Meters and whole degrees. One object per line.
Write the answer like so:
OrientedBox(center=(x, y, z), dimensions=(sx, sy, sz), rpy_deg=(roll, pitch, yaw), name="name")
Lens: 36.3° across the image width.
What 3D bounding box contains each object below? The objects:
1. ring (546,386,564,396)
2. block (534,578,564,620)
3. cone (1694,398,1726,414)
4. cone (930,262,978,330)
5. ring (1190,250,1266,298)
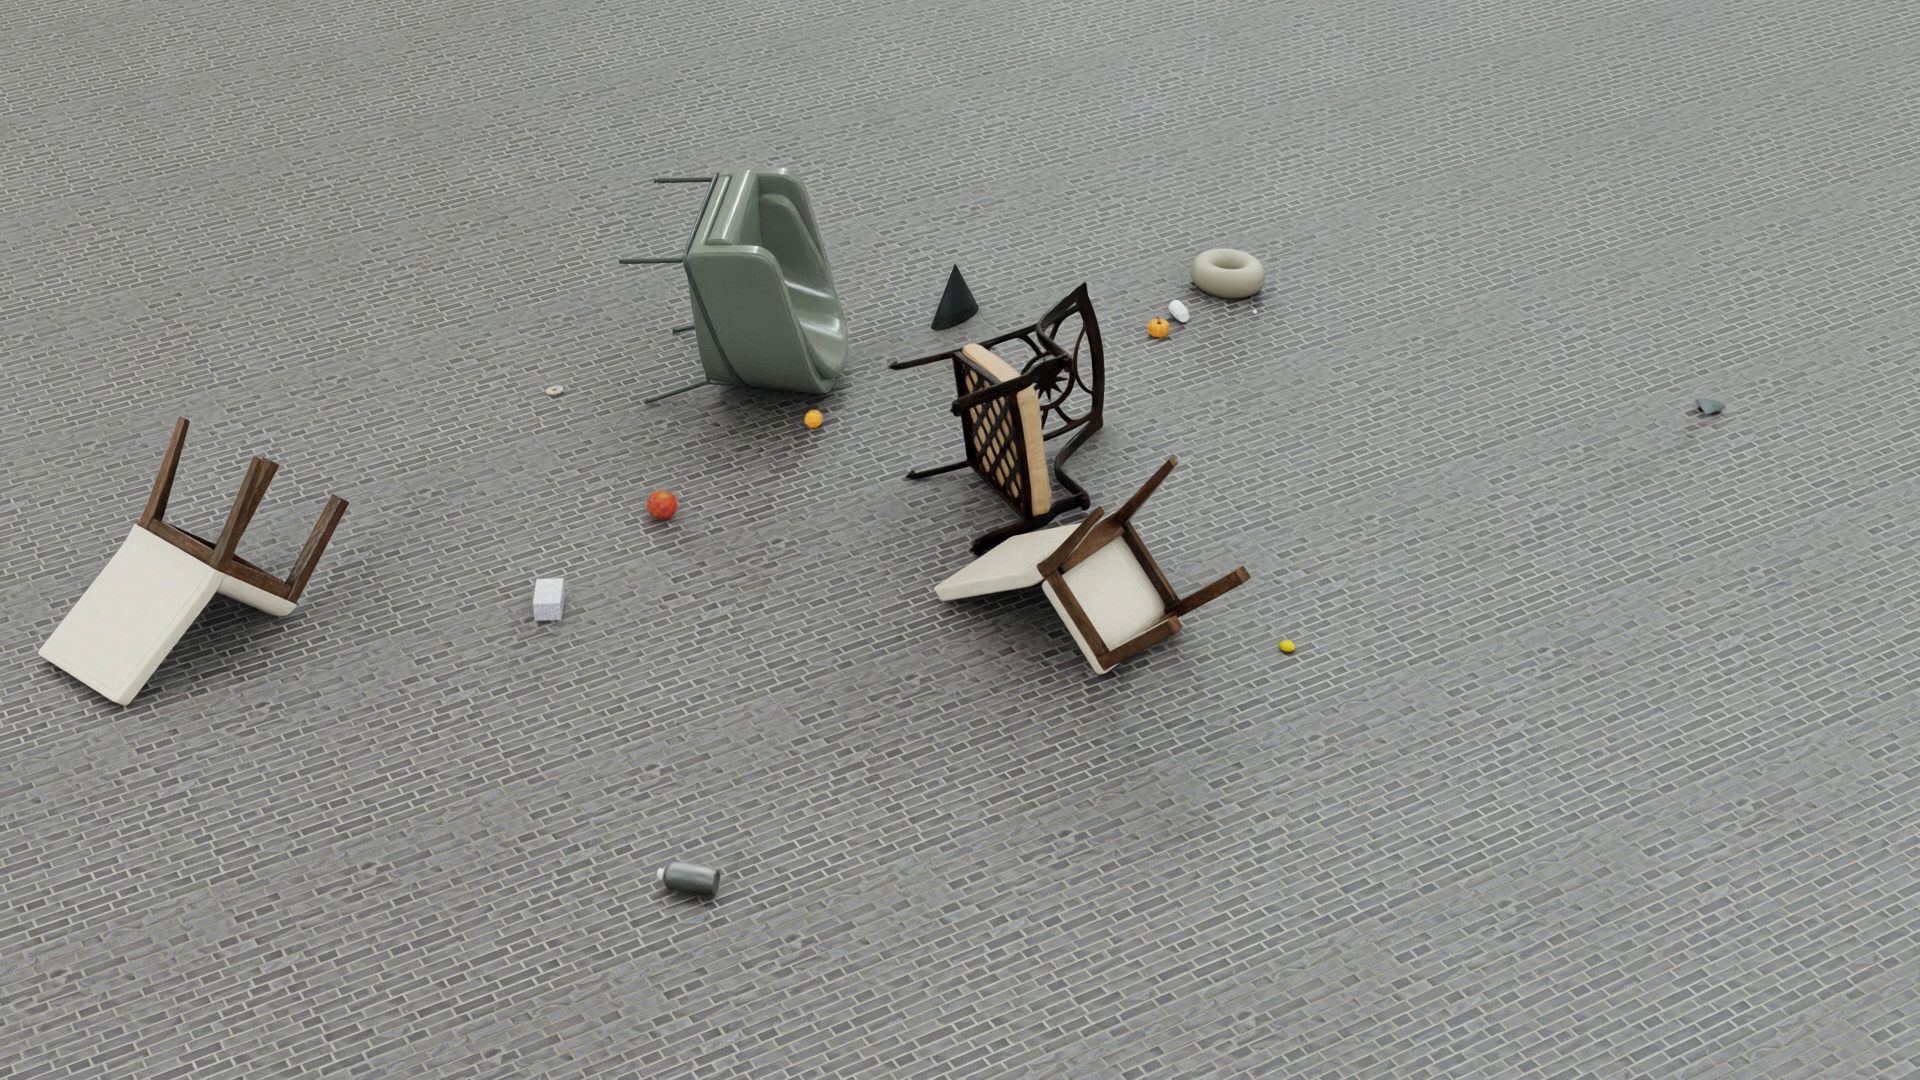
OrientedBox(center=(-1.637, -0.603, 11.844), dimensions=(0.076, 0.018, 0.057), rpy_deg=(-18, 36, -26), name="ring")
OrientedBox(center=(-1.479, 0.214, 10.553), dimensions=(0.096, 0.073, 0.156), rpy_deg=(-1, 33, -2), name="block")
OrientedBox(center=(2.988, -0.523, 11.711), dimensions=(0.127, 0.070, 0.052), rpy_deg=(15, 70, 21), name="cone")
OrientedBox(center=(-0.021, -1.049, 12.301), dimensions=(0.115, 0.258, 0.286), rpy_deg=(25, 41, 32), name="cone")
OrientedBox(center=(1.147, -1.142, 12.559), dimensions=(0.330, 0.133, 0.262), rpy_deg=(15, 38, 23), name="ring")
